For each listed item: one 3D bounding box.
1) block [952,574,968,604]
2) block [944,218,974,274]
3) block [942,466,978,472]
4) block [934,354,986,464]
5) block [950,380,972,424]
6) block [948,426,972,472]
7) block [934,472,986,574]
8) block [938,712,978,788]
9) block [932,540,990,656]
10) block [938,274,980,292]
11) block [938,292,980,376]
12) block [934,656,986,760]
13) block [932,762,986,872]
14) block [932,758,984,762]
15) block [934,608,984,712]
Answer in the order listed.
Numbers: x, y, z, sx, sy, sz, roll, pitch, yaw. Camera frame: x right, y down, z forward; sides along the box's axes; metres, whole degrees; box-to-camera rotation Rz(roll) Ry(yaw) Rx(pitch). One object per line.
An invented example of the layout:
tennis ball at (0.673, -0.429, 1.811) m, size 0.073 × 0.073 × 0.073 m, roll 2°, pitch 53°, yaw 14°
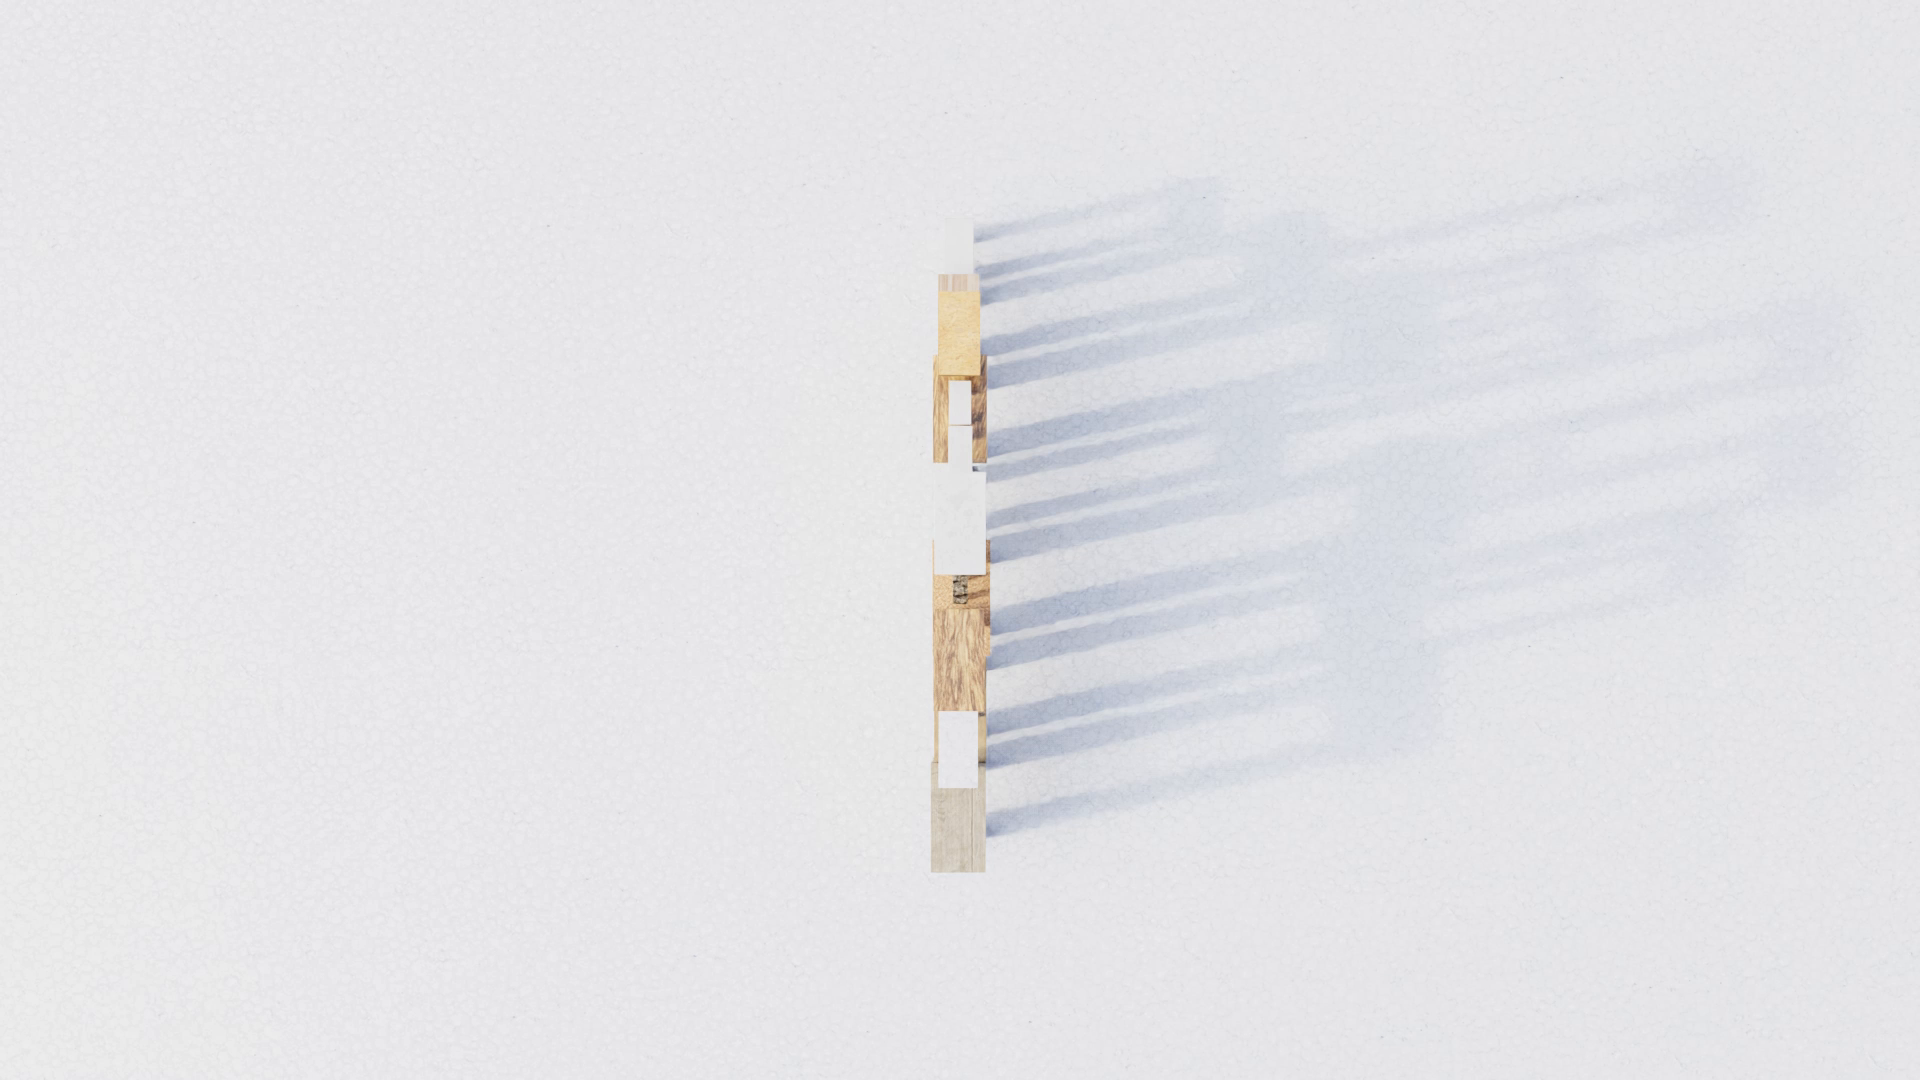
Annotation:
block at (0.001, 0.149, 4.996) m, size 0.045 × 0.013 × 0.090 m, roll 0°, pitch 90°, yaw 0°
block at (-0.004, -0.938, 5.300) m, size 0.094 × 0.027 × 0.187 m, roll 0°, pitch 90°, yaw 0°
block at (-0.001, -0.120, 5.254) m, size 0.115 × 0.033 × 0.230 m, roll 0°, pitch 90°, yaw 0°
block at (0.000, -0.407, 5.141) m, size 0.167 × 0.047 × 0.335 m, roll 0°, pitch 90°, yaw 0°
block at (0.001, -0.414, 4.977) m, size 0.066 × 0.019 × 0.131 m, roll 0°, pitch 90°, yaw 0°
block at (0.002, -0.272, 4.965) m, size 0.071 × 0.020 × 0.142 m, roll 0°, pitch 90°, yaw 0°
block at (0.000, -0.048, 4.776) m, size 0.148 × 0.042 × 0.295 m, roll 0°, pitch 90°, yaw 0°
block at (-0.005, 0.614, 4.866) m, size 0.115 × 0.033 × 0.230 m, roll 0°, pitch 90°, yaw 0°
block at (0.004, 0.178, 5.117) m, size 0.179 × 0.051 × 0.357 m, roll 0°, pitch 90°, yaw 0°
block at (-0.004, -0.709, 5.222) m, size 0.130 × 0.037 × 0.259 m, roll 0°, pitch 90°, yaw 0°
block at (-0.002, -0.607, 4.856) m, size 0.122 × 0.035 × 0.245 m, roll 0°, pitch 90°, yaw 0°
block at (0.001, 0.524, 5.152) m, size 0.162 × 0.046 × 0.325 m, roll 0°, pitch 90°, yaw 0°
block at (-0.005, 0.861, 5.137) m, size 0.170 × 0.048 × 0.339 m, roll 0°, pitch 90°, yaw 0°
block at (-0.005, 0.748, 5.330) m, size 0.170 × 0.339 × 0.048 m, roll 0°, pitch 90°, yaw 0°
block at (-0.003, 0.347, 4.777) m, size 0.147 × 0.042 × 0.294 m, roll 0°, pitch 90°, yaw 0°
